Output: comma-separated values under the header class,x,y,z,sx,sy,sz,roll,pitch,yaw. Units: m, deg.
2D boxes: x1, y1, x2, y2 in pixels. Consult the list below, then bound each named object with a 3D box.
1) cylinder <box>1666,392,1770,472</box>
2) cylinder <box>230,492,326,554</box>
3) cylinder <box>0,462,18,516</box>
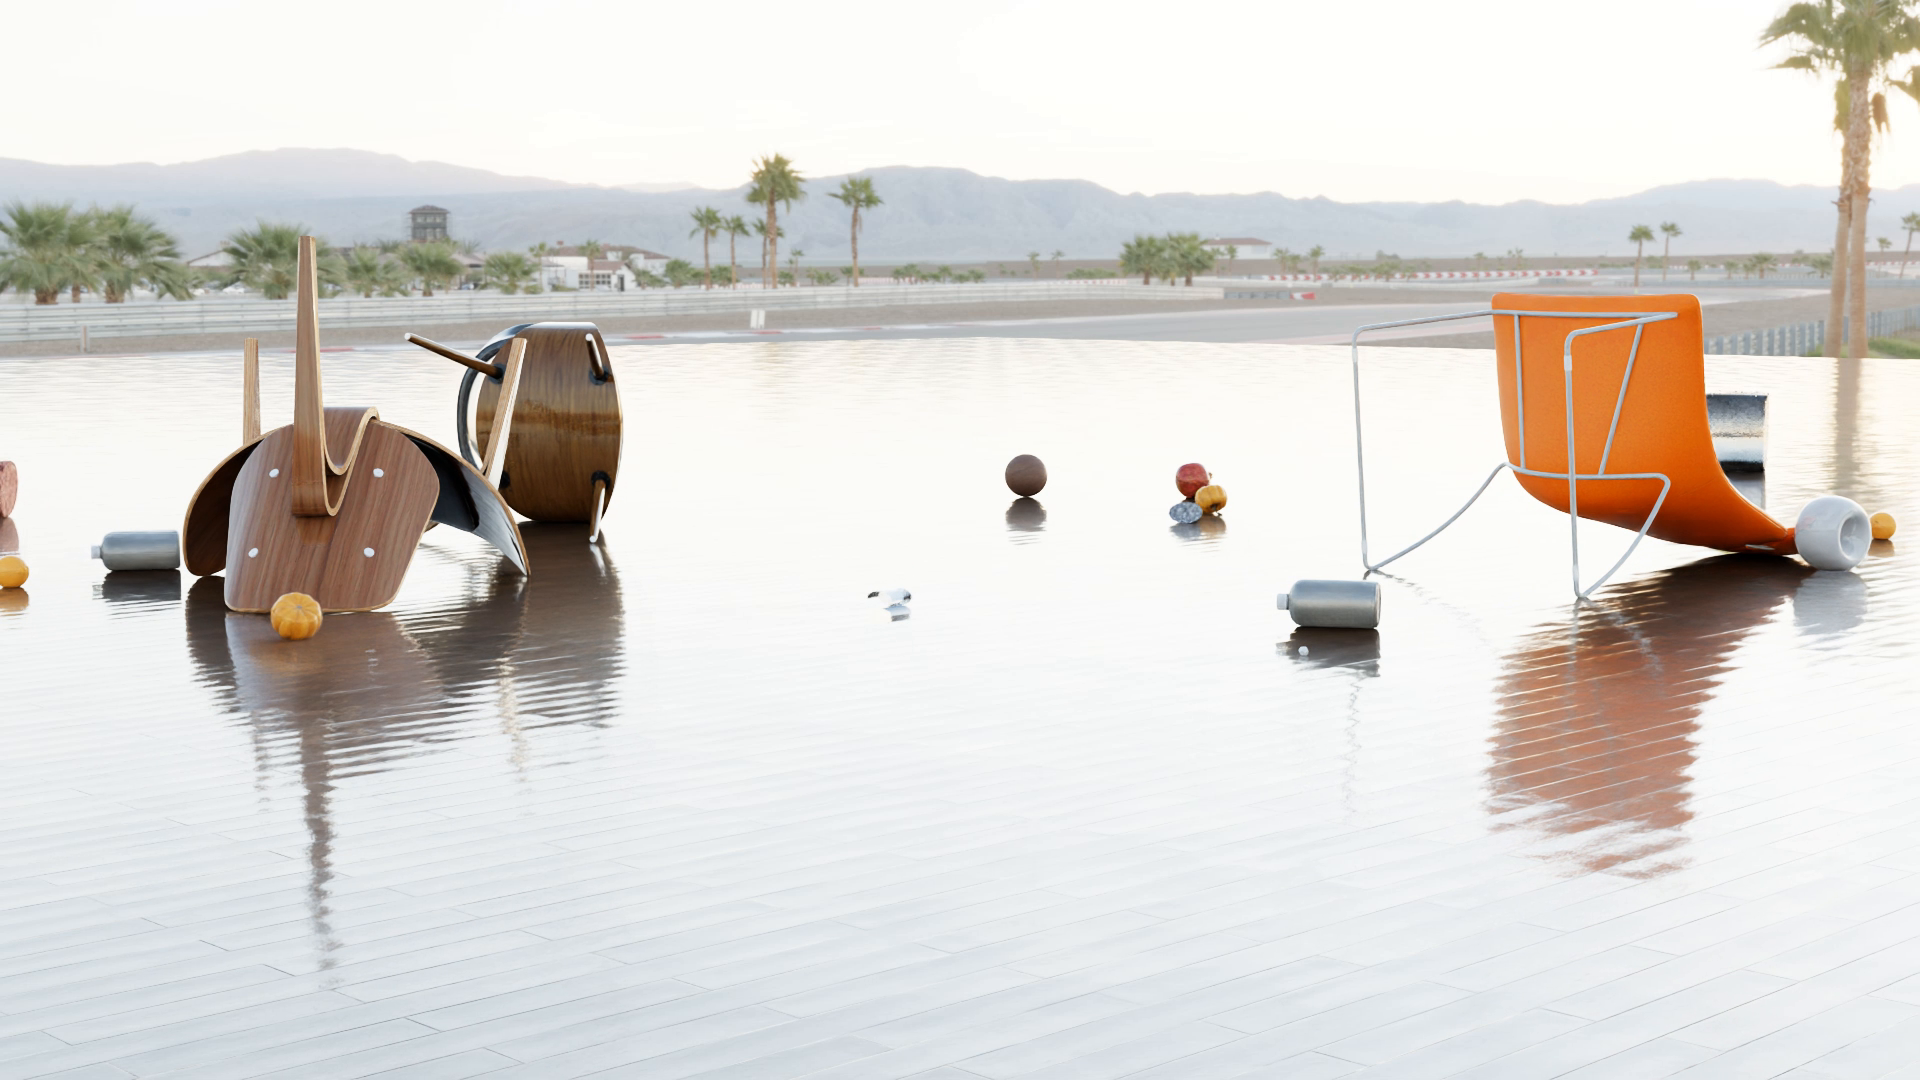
class,x,y,z,sx,sy,sz,roll,pitch,yaw
cylinder,2.567,-0.366,8.691,0.316,0.263,0.171,2,-5,23
cylinder,-1.648,-0.042,6.205,0.165,0.119,0.219,-22,3,7
cylinder,-2.672,-0.139,7.041,0.122,0.137,0.191,-1,31,-5
